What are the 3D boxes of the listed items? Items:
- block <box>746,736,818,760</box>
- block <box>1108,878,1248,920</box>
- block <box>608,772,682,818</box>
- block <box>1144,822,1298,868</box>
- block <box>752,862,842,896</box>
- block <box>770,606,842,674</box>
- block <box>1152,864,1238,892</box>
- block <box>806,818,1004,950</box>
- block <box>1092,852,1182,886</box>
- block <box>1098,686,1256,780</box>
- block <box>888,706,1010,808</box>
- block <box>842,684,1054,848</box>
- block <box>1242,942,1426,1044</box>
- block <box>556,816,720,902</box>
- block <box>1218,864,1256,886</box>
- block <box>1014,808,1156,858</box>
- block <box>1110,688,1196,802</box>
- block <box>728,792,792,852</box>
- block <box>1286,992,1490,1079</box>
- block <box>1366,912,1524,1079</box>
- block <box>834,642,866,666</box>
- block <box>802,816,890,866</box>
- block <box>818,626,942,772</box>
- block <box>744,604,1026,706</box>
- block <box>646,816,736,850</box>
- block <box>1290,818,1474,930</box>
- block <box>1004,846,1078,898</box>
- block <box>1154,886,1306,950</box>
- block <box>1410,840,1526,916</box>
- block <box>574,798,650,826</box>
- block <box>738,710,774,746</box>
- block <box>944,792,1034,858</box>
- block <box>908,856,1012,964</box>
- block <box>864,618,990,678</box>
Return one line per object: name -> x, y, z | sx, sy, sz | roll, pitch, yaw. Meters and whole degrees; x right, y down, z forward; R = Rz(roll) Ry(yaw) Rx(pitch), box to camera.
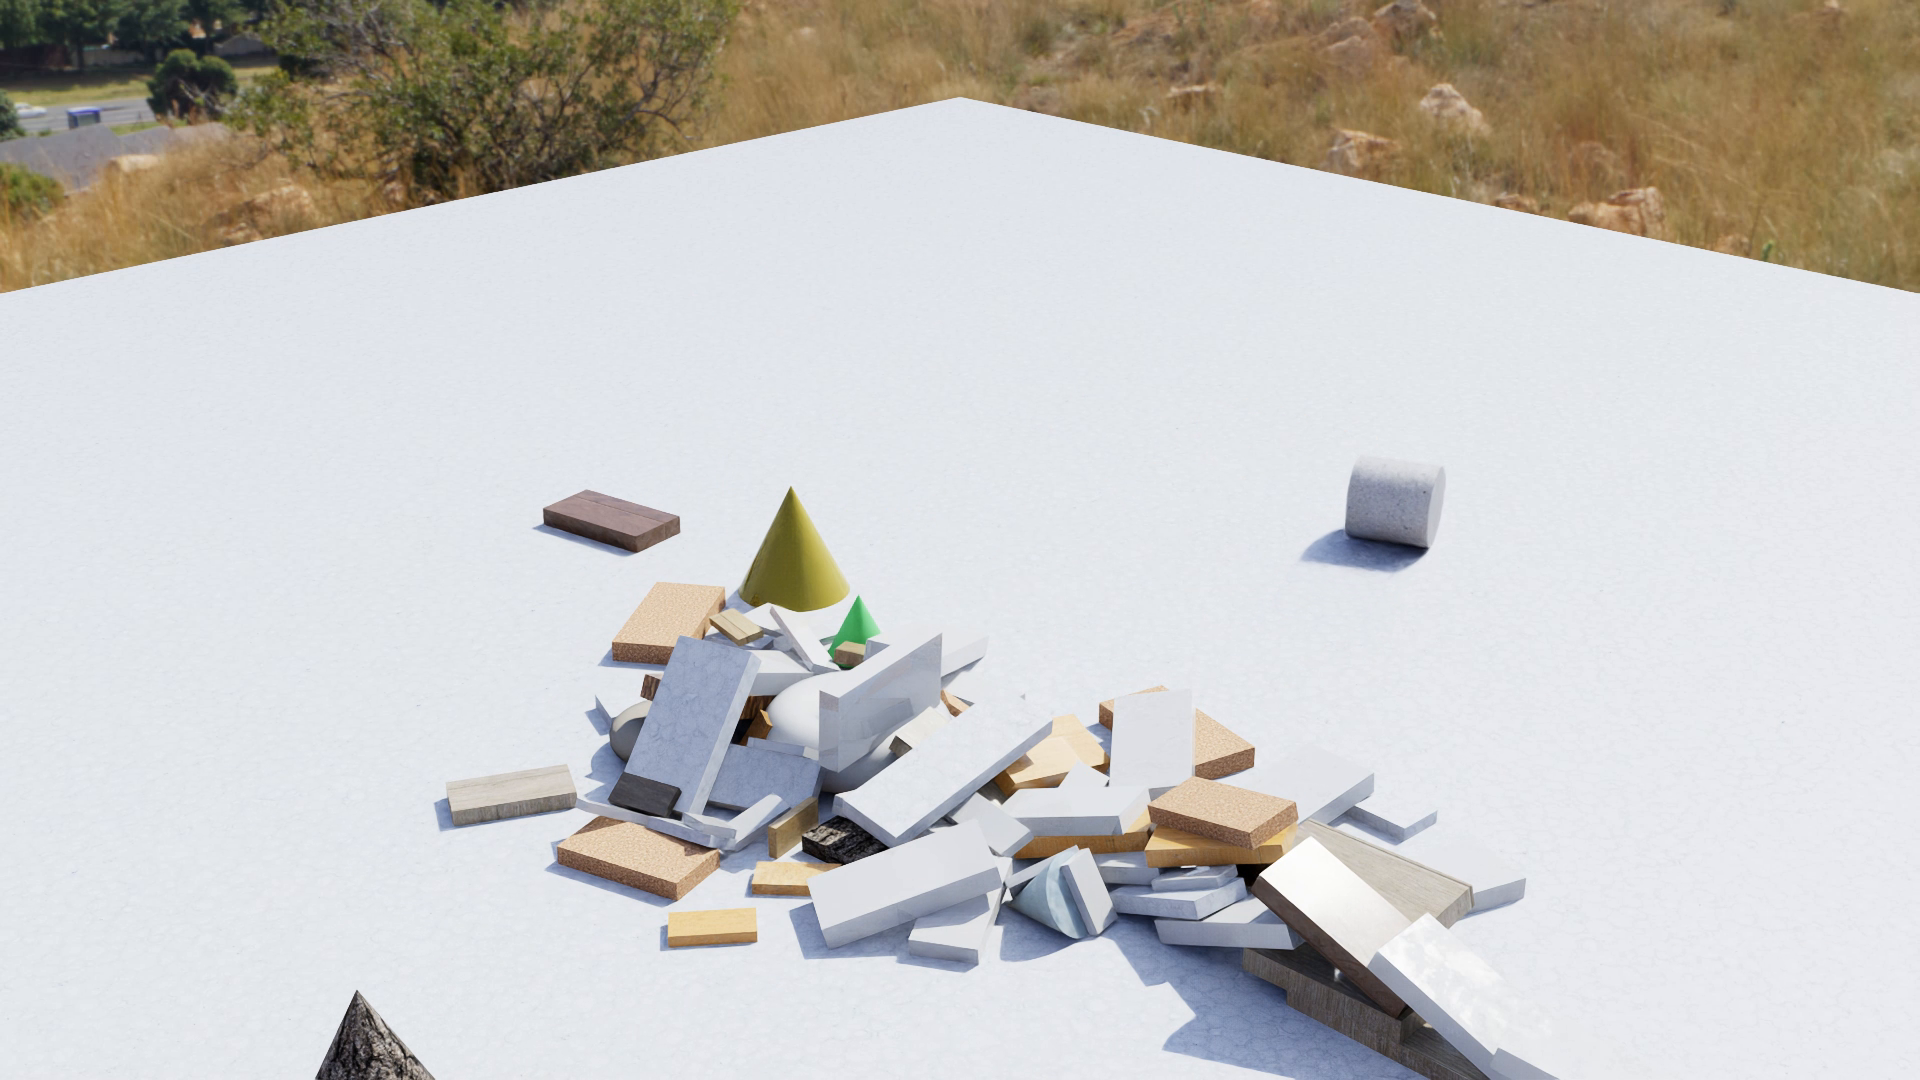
block -> -0.356, 0.425, 4.469 | 0.139, 0.020, 0.069 | 6, -12, 30
block -> 0.398, 0.654, 4.052 | 0.124, 0.035, 0.248 | -17, 5, -35
block -> -0.633, 0.514, 4.413 | 0.136, 0.019, 0.068 | 12, 58, 25
block -> 0.485, 0.555, 4.081 | 0.259, 0.037, 0.130 | -6, 19, 22
block -> -0.312, 0.648, 4.204 | 0.162, 0.023, 0.081 | 1, 23, 3
block -> -0.356, 0.230, 5.013 | 0.068, 0.019, 0.387 | 17, 12, -23
block -> 0.430, 0.619, 4.030 | 0.142, 0.020, 0.071 | -11, 6, 38
block -> -0.105, 0.636, 4.081 | 0.338, 0.048, 0.169 | -19, 27, -5
block -> 0.304, 0.610, 4.192 | 0.248, 0.035, 0.124 | -4, 17, 36
block -> 0.462, 0.417, 4.718 | 0.168, 0.048, 0.336 | -13, 26, -28
block -> 0.008, 0.464, 4.457 | 0.284, 0.040, 0.142 | 36, 34, 12
block -> -0.020, 0.447, 4.357 | 0.142, 0.040, 0.460 | 32, 47, 30
block -> 0.672, 0.756, 3.825 | 0.324, 0.046, 0.162 | 20, 30, 39
block -> -0.624, 0.614, 4.263 | 0.283, 0.040, 0.141 | 12, 26, 26
block -> 0.518, 0.654, 4.124 | 0.020, 0.071, 0.142 | 5, 16, -38
block -> 0.256, 0.562, 4.270 | 0.283, 0.040, 0.141 | -7, 15, 25
block -> 0.403, 0.433, 4.578 | 0.168, 0.048, 0.336 | -7, 30, 11
block -> -0.407, 0.559, 4.361 | 0.139, 0.020, 0.069 | -33, 35, -21
block -> 0.965, 0.915, 3.557 | 0.130, 0.037, 0.989 | -21, 31, -40
block -> 0.845, 0.769, 3.645 | 0.315, 0.045, 0.157 | 42, 42, 25
block -> -0.166, 0.272, 4.928 | 0.217, 0.031, 0.108 | 12, 9, 8
block -> -0.155, 0.613, 4.269 | 0.297, 0.037, 0.130 | 18, 29, 37
block -> -0.159, 0.319, 4.465 | 0.049, 0.173, 0.346 | 19, 31, 31
block -> -0.193, 0.276, 5.070 | 0.777, 0.031, 0.108 | 17, 28, 35
block -> -0.526, 0.575, 4.313 | 0.162, 0.023, 0.081 | 11, -5, 34
block -> 0.745, 0.639, 4.079 | 0.169, 0.048, 0.377 | -32, 34, -32
block -> 0.159, 0.627, 4.127 | 0.149, 0.075, 0.021 | -25, 59, -5
block -> 0.521, 0.675, 3.945 | 0.162, 0.046, 0.324 | -22, 8, -39
block -> 0.892, 0.656, 4.156 | 0.315, 0.045, 0.158 | -11, 25, -24
block -> -0.689, 0.540, 4.364 | 0.136, 0.019, 0.068 | 18, -7, -29
block -> -0.436, 0.428, 4.594 | 0.019, 0.135, 0.068 | 27, 11, -26
block -> 0.046, 0.547, 4.265 | 0.075, 0.021, 0.240 | -36, 32, -18
block -> 0.004, 0.676, 4.070 | 0.130, 0.037, 0.259 | 6, 32, 14
block -> -0.072, 0.243, 4.969 | 0.173, 0.049, 0.375 | 13, 9, 16
